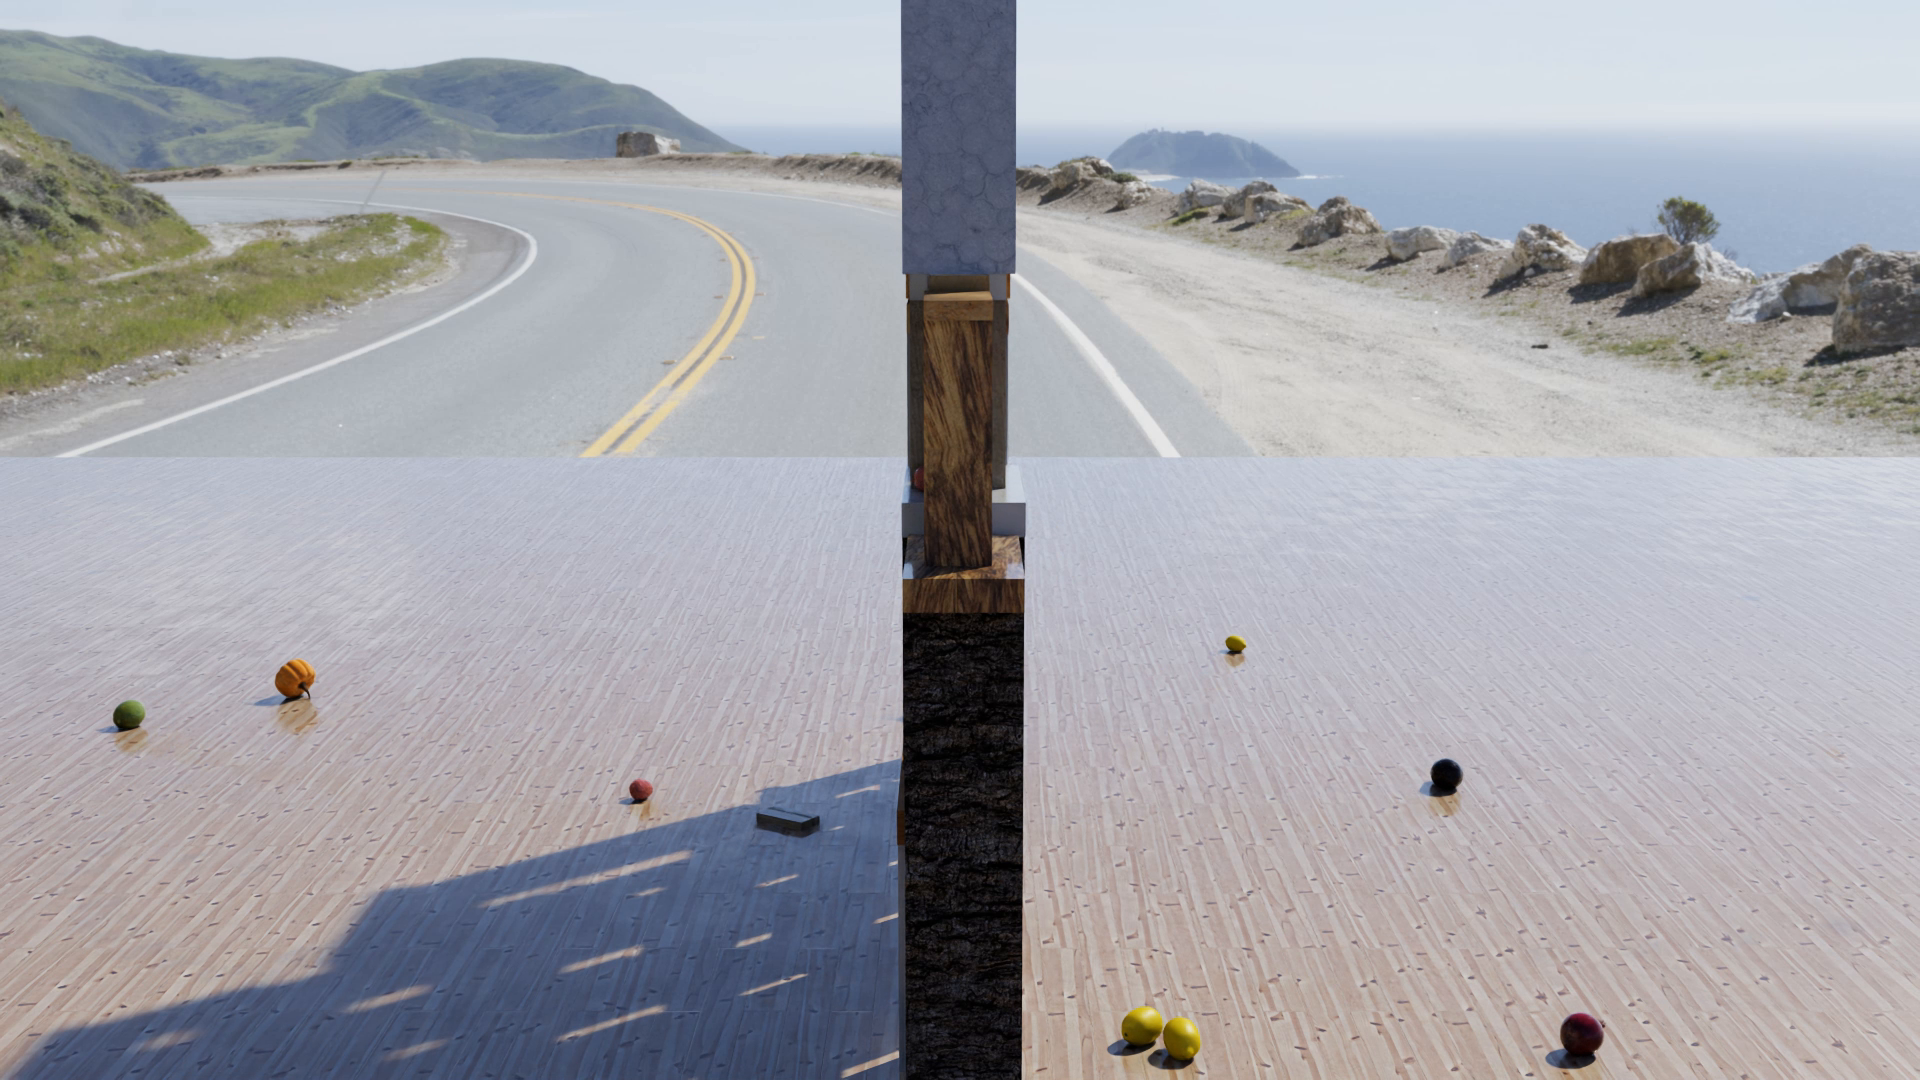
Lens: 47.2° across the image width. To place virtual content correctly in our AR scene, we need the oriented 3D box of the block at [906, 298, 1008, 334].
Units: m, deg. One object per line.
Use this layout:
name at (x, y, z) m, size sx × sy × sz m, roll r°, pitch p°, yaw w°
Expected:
block at (-0.004, -0.385, 3.693) m, size 0.164 × 0.047 × 0.328 m, roll 0°, pitch 10°, yaw 0°

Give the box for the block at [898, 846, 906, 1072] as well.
block at (0.000, 0.552, 2.968) m, size 0.165 × 0.330 × 0.047 m, roll 0°, pitch 11°, yaw 0°

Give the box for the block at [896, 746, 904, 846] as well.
block at (0.000, 0.347, 3.041) m, size 0.165 × 0.047 × 0.330 m, roll 0°, pitch 11°, yaw 0°

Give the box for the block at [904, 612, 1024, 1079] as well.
block at (0.005, 0.411, 2.787) m, size 0.148 × 0.674 × 0.042 m, roll 0°, pitch 11°, yaw 0°

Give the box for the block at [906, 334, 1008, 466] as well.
block at (-0.004, -0.180, 3.619) m, size 0.164 × 0.329 × 0.047 m, roll 0°, pitch 11°, yaw -1°

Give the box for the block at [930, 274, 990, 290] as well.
block at (0.000, -0.345, 2.917) m, size 0.077 × 0.022 × 0.155 m, roll 0°, pitch 10°, yaw 0°

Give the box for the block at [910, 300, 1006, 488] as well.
block at (-0.003, -0.205, 3.070) m, size 0.132 × 0.265 × 0.037 m, roll 0°, pitch 11°, yaw 0°

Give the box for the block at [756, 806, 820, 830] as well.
block at (-0.317, 0.512, 4.048) m, size 0.106 × 0.015 × 0.053 m, roll 7°, pitch 13°, yaw 34°

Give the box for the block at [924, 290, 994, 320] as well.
block at (-0.003, -0.294, 2.757) m, size 0.085 × 0.024 × 0.169 m, roll 0°, pitch 11°, yaw -1°

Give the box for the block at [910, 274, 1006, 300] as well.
block at (-0.003, -0.370, 3.129) m, size 0.132 × 0.037 × 0.265 m, roll 0°, pitch 11°, yaw 0°

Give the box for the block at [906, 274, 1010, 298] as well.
block at (-0.003, -0.577, 3.648) m, size 0.174 × 0.347 × 0.049 m, roll 0°, pitch 10°, yaw 0°

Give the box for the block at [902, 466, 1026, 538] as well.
block at (0.004, -0.057, 3.127) m, size 0.167 × 0.047 × 0.335 m, roll 0°, pitch 11°, yaw 0°

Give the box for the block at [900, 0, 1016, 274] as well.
block at (-0.002, -0.613, 2.837) m, size 0.148 × 0.535 × 0.042 m, roll 0°, pitch 10°, yaw 0°

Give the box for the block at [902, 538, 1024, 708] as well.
block at (0.005, 0.151, 3.053) m, size 0.167 × 0.335 × 0.047 m, roll 0°, pitch 11°, yaw 0°

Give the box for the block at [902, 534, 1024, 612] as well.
block at (0.004, 0.041, 2.820) m, size 0.148 × 0.042 × 0.297 m, roll 0°, pitch 11°, yaw 0°

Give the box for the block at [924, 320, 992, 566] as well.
block at (-0.002, -0.121, 2.731) m, size 0.085 × 0.308 × 0.024 m, roll 0°, pitch 11°, yaw 0°
